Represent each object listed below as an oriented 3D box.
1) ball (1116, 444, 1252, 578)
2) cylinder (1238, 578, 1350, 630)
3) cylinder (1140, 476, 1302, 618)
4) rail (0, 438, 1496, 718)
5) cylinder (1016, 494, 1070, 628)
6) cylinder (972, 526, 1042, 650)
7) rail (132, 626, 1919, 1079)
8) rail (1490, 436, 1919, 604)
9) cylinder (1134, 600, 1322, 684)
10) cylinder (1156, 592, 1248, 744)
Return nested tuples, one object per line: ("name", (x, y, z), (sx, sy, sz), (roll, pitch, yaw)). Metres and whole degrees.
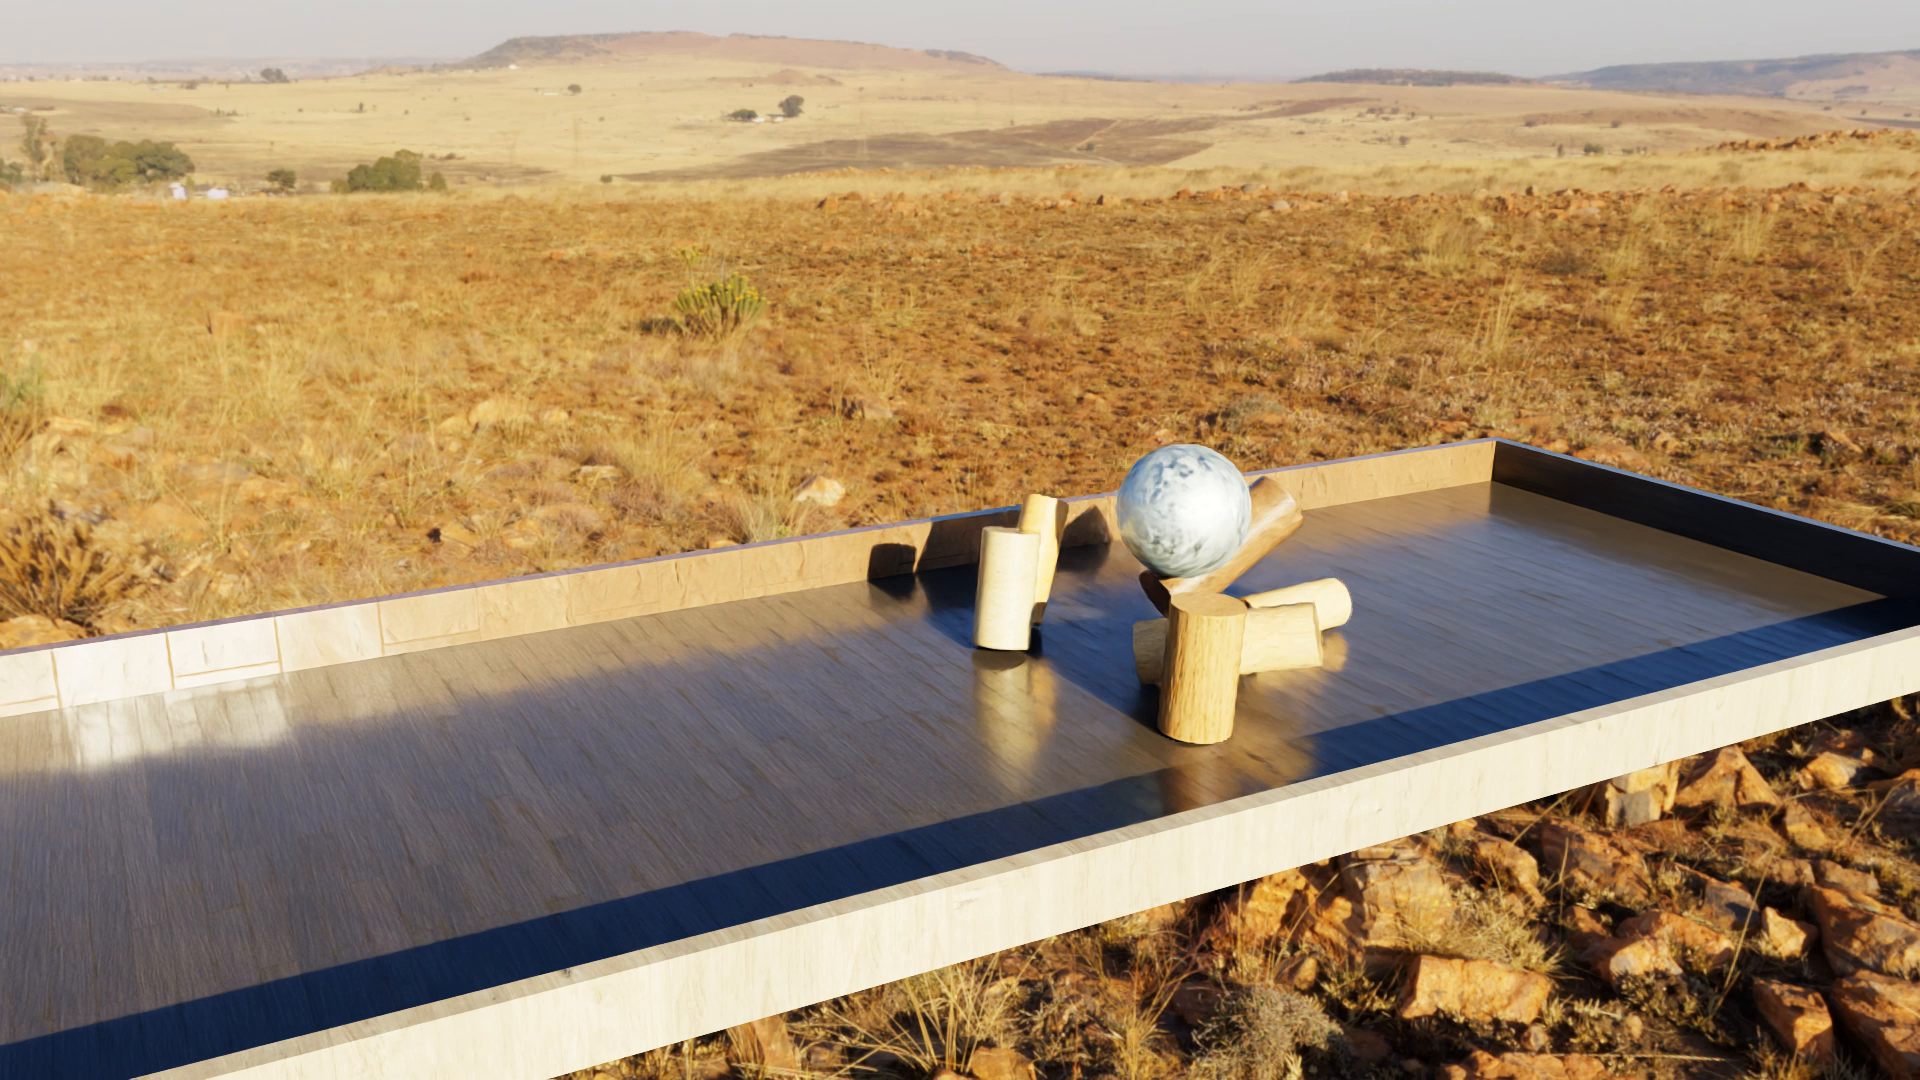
("ball", (0.576, -0.075, 4.248), (0.348, 0.348, 0.348), (0, 16, 0))
("cylinder", (0.887, 0.195, 4.452), (0.330, 0.135, 0.135), (-10, 19, -31))
("cylinder", (0.708, 0.027, 4.476), (0.438, 0.176, 0.176), (-38, 28, -13))
("rail", (-3.305, 0.497, 3.399), (12.000, 0.150, 0.050), (-9, 18, -27))
("cylinder", (0.200, 0.057, 4.521), (0.129, 0.341, 0.129), (13, -10, 2))
("cylinder", (0.122, 0.126, 4.344), (0.156, 0.303, 0.156), (5, 6, -1))
("rail", (-2.336, 1.006, 1.665), (12.000, 0.150, 0.050), (-9, 18, -27))
("rail", (2.466, -0.048, 5.253), (0.050, 0.150, 2.100), (-9, 18, -27))
("cylinder", (0.658, 0.254, 4.056), (0.438, 0.158, 0.158), (-8, 14, 16))
("cylinder", (0.555, 0.292, 3.797), (0.174, 0.308, 0.174), (3, 17, -1))
